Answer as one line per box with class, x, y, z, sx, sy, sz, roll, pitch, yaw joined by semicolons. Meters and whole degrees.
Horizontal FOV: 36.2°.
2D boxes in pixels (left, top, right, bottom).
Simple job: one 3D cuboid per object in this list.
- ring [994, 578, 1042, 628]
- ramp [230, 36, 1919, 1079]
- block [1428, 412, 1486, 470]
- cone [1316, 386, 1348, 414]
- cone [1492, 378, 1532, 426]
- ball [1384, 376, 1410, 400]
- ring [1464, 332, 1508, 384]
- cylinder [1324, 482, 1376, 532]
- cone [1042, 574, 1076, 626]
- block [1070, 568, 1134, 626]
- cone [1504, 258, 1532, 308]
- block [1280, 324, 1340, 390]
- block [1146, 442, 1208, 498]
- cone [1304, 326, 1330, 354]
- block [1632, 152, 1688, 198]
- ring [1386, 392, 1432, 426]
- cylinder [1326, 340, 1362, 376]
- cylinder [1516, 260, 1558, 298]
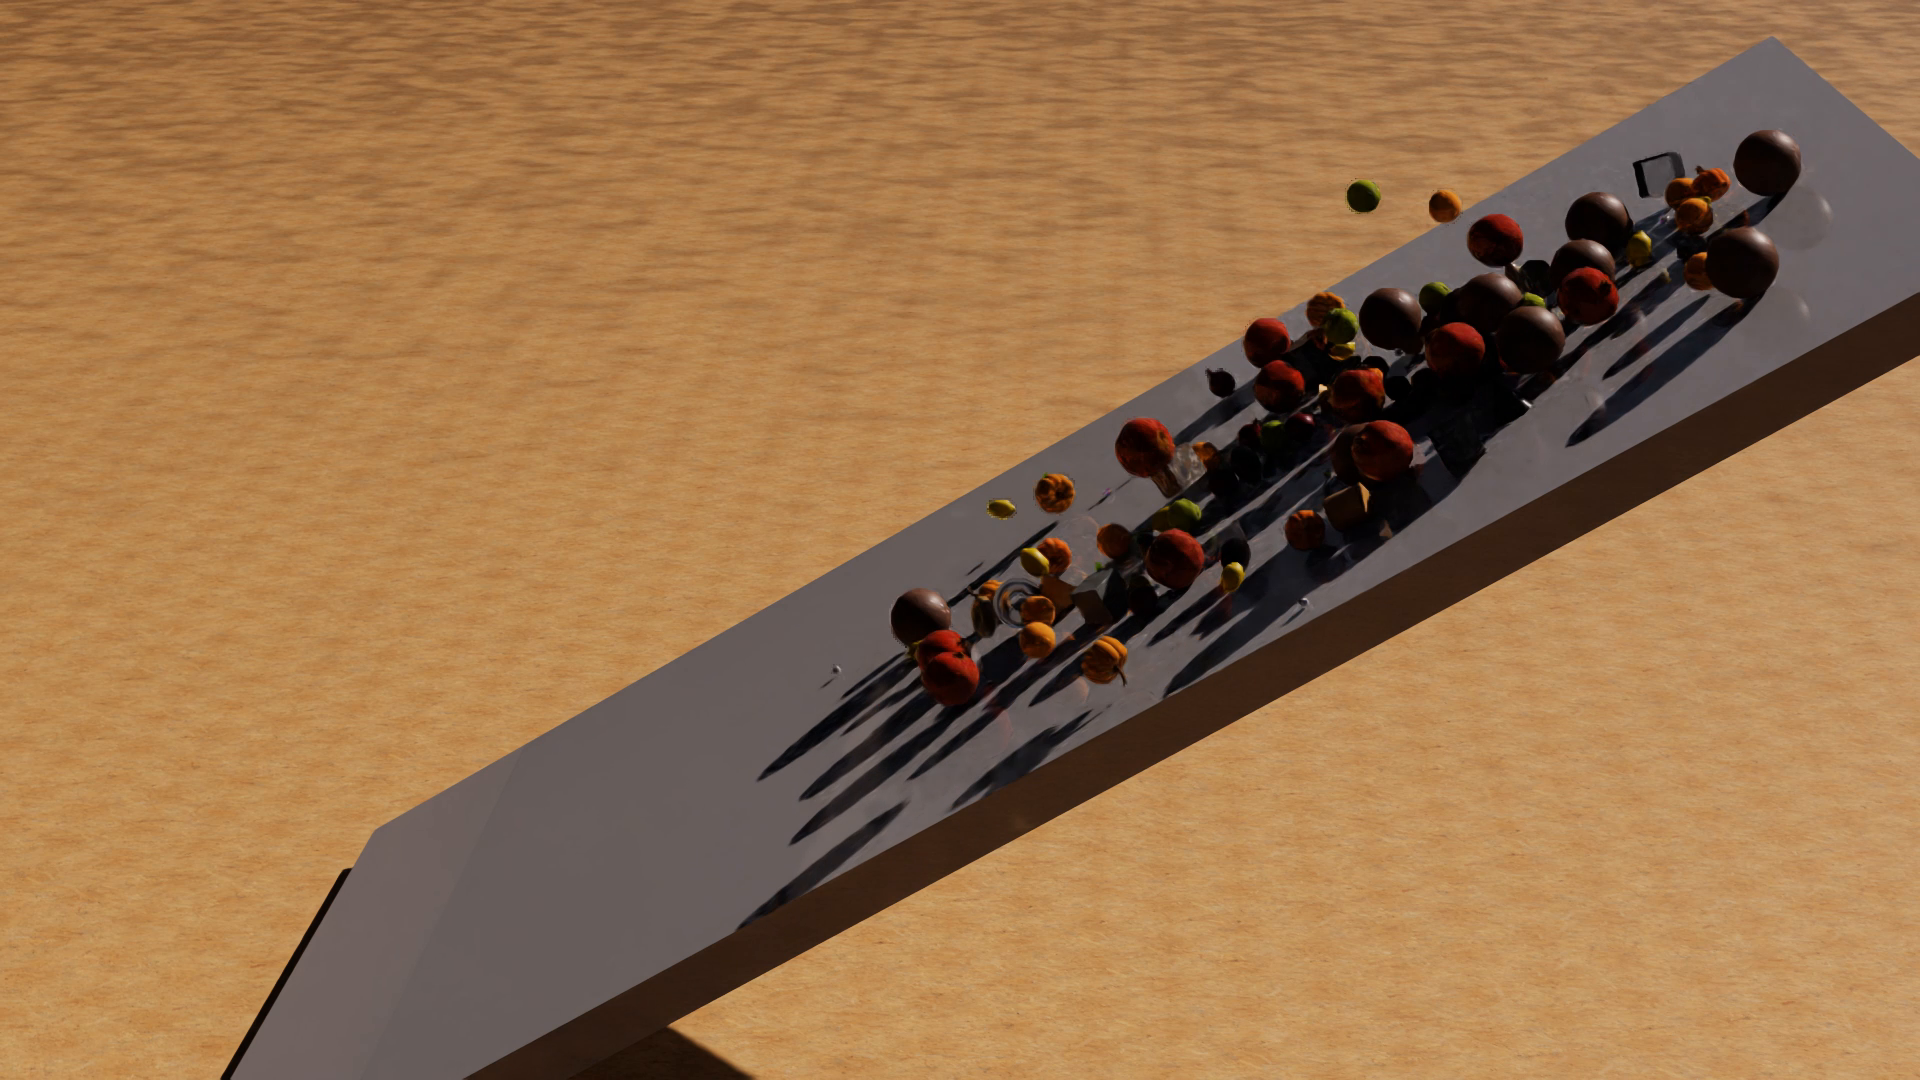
ring;0.121;0.130;6.048;0.108;0.108;0.036;5;16;13
ramp;0.141;0.169;6.289;4.000;0.100;2.000;-29;15;13
block;0.915;-0.181;5.417;0.076;0.076;0.076;-30;-6;11
cone;0.789;-0.301;6.191;0.063;0.063;0.063;-12;15;18
cone;1.019;-0.272;5.526;0.082;0.082;0.082;-30;15;9
ball;0.889;-0.308;5.972;0.052;0.052;0.052;0;19;0
ring;1.033;-0.357;5.776;0.036;0.108;0.108;21;8;-30
cylinder;0.726;-0.061;5.478;0.071;0.071;0.071;-25;8;26
cone;0.188;0.136;6.009;0.098;0.098;0.098;26;-10;5
block;0.282;0.113;5.831;0.076;0.076;0.076;-15;23;49
cone;1.153;-0.547;6.107;0.094;0.094;0.094;-30;15;9
block;0.773;-0.399;6.391;0.093;0.093;0.093;-40;8;-21
block;0.452;-0.145;6.134;0.076;0.076;0.076;-39;6;-30
cone;0.771;-0.423;6.294;0.056;0.056;0.056;-14;-1;0
block;1.451;-0.754;6.088;0.077;0.077;0.077;-14;-3;34
ring;0.892;-0.261;5.849;0.102;0.034;0.102;-29;14;8
cylinder;0.823;-0.390;6.299;0.054;0.054;0.054;-11;47;-29
cylinder;1.171;-0.530;5.968;0.077;0.077;0.077;5;5;15
